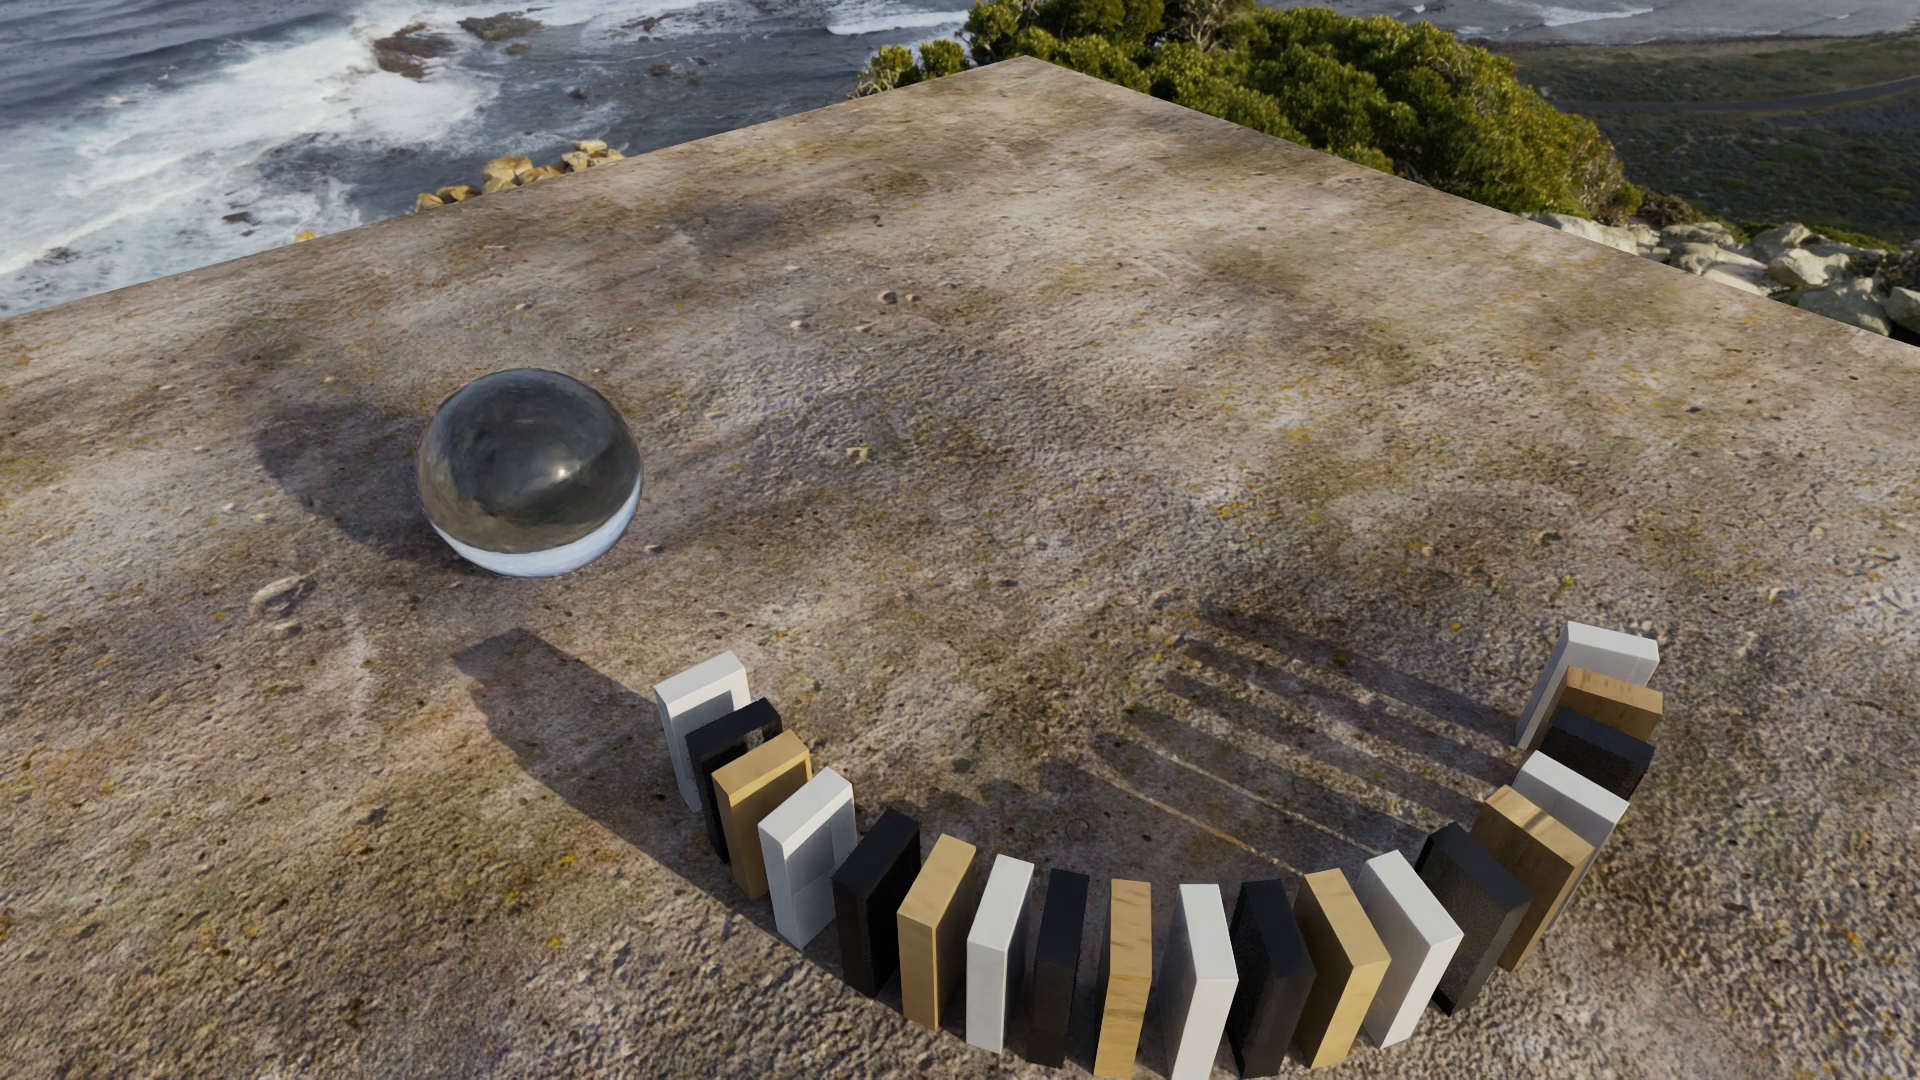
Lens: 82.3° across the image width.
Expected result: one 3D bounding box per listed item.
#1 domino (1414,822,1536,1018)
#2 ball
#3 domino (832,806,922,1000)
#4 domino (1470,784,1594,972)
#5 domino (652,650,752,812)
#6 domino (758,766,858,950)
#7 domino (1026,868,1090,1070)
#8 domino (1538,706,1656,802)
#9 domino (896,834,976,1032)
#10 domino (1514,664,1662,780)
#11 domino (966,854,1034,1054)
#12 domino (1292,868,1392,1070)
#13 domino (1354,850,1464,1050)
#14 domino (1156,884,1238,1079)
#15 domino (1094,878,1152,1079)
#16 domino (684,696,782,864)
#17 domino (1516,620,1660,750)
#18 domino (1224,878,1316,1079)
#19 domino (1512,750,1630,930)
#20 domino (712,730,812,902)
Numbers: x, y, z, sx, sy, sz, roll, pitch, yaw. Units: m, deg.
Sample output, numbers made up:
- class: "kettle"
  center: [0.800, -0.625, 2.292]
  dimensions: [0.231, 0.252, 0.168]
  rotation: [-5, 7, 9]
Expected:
- class: "domino"
  center: [0.129, 0.100, 0.289]
  dimensions: [0.009, 0.050, 0.025]
  rotation: [-19, 43, -21]
- class: "ball"
  center: [-0.163, -0.025, 0.419]
  dimensions: [0.080, 0.080, 0.080]
  rotation: [0, 39, 0]
- class: "domino"
  center: [-0.021, 0.097, 0.293]
  dimensions: [0.010, 0.050, 0.025]
  rotation: [21, 44, 24]
- class: "domino"
  center: [0.149, 0.092, 0.299]
  dimensions: [0.009, 0.050, 0.025]
  rotation: [-25, 46, -28]
- class: "domino"
  center: [-0.077, 0.060, 0.339]
  dimensions: [0.025, 0.050, 0.010]
  rotation: [-25, 46, -28]
- class: "domino"
  center: [-0.040, 0.088, 0.304]
  dimensions: [0.010, 0.050, 0.025]
  rotation: [28, 47, 30]
- class: "domino"
  center: [0.025, 0.109, 0.278]
  dimensions: [0.009, 0.050, 0.025]
  rotation: [8, 40, 10]
- class: "domino"
  center: [0.179, 0.074, 0.321]
  dimensions: [0.025, 0.050, 0.010]
  rotation: [26, 46, 28]
- class: "domino"
  center: [-0.006, 0.103, 0.286]
  dimensions: [0.009, 0.050, 0.025]
  rotation: [16, 42, 19]
- class: "domino"
  center: [0.190, 0.063, 0.335]
  dimensions: [0.025, 0.050, 0.009]
  rotation: [18, 43, 20]
- class: "domino"
  center: [0.010, 0.106, 0.281]
  dimensions: [0.009, 0.050, 0.025]
  rotation: [12, 41, 14]
- class: "domino"
  center: [0.092, 0.109, 0.278]
  dimensions: [0.010, 0.050, 0.025]
  rotation: [-8, 40, -10]
- class: "domino"
  center: [0.110, 0.106, 0.282]
  dimensions: [0.009, 0.050, 0.025]
  rotation: [-13, 41, -15]
- class: "domino"
  center: [0.059, 0.111, 0.275]
  dimensions: [0.010, 0.050, 0.025]
  rotation: [0, 39, 0]
- class: "domino"
  center: [0.040, 0.111, 0.276]
  dimensions: [0.009, 0.050, 0.025]
  rotation: [4, 40, 5]
- class: "domino"
  center: [-0.064, 0.071, 0.324]
  dimensions: [0.025, 0.050, 0.010]
  rotation: [-24, 45, -26]
- class: "domino"
  center: [0.199, 0.050, 0.351]
  dimensions: [0.025, 0.050, 0.009]
  rotation: [14, 41, 16]
- class: "domino"
  center: [0.075, 0.111, 0.276]
  dimensions: [0.009, 0.050, 0.025]
  rotation: [-4, 40, -5]
- class: "domino"
  center: [0.163, 0.085, 0.308]
  dimensions: [0.009, 0.050, 0.025]
  rotation: [-31, 49, -32]
- class: "domino"
  center: [-0.054, 0.079, 0.315]
  dimensions: [0.025, 0.050, 0.009]
  rotation: [-27, 47, -29]
